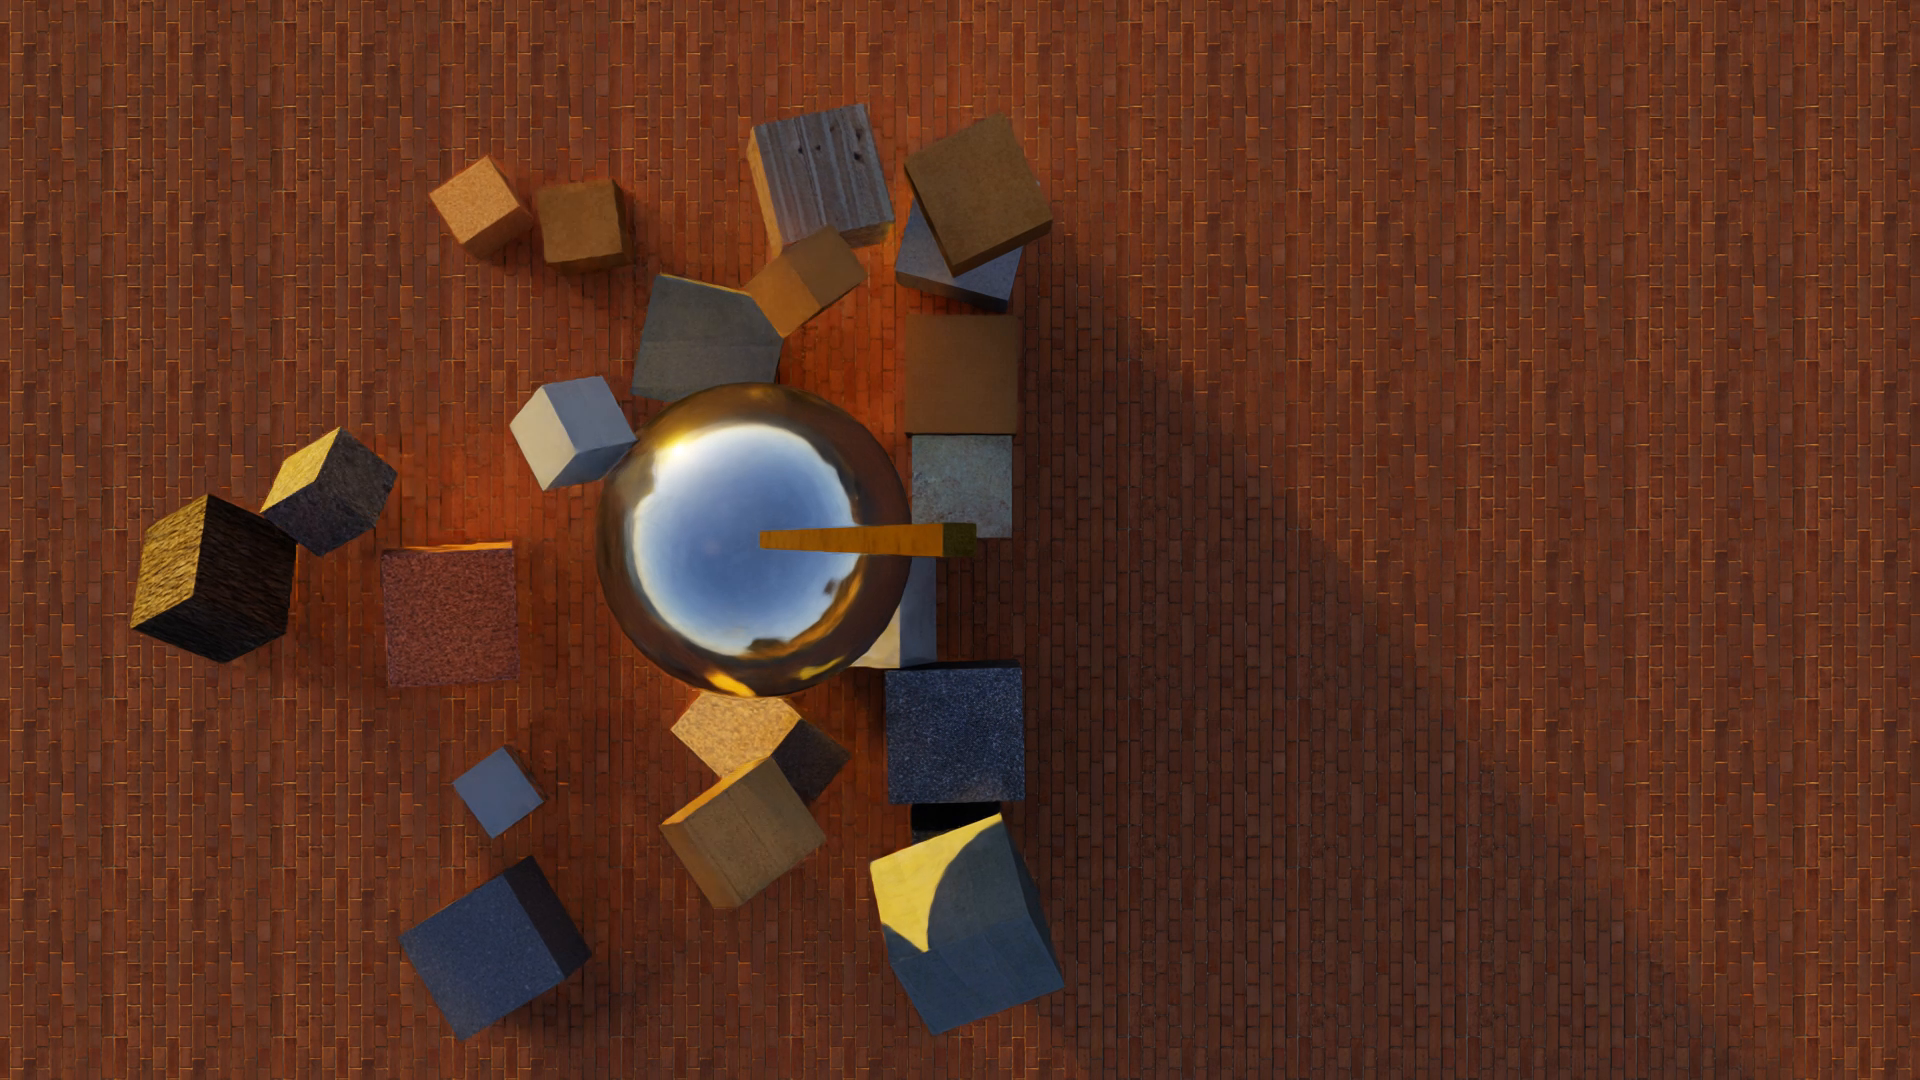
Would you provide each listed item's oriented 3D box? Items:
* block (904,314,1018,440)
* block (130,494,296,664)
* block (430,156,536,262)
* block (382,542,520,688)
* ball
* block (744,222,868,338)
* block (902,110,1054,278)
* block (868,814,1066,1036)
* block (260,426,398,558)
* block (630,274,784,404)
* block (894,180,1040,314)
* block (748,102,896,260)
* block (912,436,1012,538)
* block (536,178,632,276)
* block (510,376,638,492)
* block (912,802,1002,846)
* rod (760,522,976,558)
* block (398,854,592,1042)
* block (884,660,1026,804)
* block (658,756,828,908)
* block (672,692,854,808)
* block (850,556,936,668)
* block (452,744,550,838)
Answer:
[{"bbox_3d":[0.008,-0.931,12.668,0.631,0.664,0.664,0,90,0],"label":"block"},{"bbox_3d":[-4.223,0.228,12.478,0.575,0.608,0.649,-23,55,31],"label":"block"},{"bbox_3d":[-2.770,-1.924,12.792,0.401,0.355,0.365,-34,79,0],"label":"block"},{"bbox_3d":[-2.904,0.418,12.578,0.717,0.646,0.744,-3,94,-12],"label":"block"},{"bbox_3d":[-1.034,0.000,11.070,1.600,1.600,1.600,0,90,0],"label":"ball"},{"bbox_3d":[-0.802,-1.355,11.500,0.342,0.394,0.404,54,49,-5],"label":"block"},{"bbox_3d":[0.096,-1.877,12.018,0.594,0.567,0.635,-25,90,0],"label":"block"},{"bbox_3d":[0.036,2.084,11.929,0.772,0.718,0.688,-21,131,4],"label":"block"},{"bbox_3d":[-3.576,-0.269,12.478,0.511,0.425,0.433,-24,128,33],"label":"block"},{"bbox_3d":[-1.409,-1.103,12.571,0.762,0.724,0.678,13,96,-5],"label":"block"},{"bbox_3d":[0.041,-1.757,12.651,0.660,0.698,0.689,15,90,0],"label":"block"},{"bbox_3d":[-0.766,-1.936,12.018,0.622,0.575,0.656,-14,88,-9],"label":"block"},{"bbox_3d":[0.010,-0.304,12.731,0.568,0.538,0.578,0,90,0],"label":"block"},{"bbox_3d":[-2.181,-1.821,12.793,0.441,0.395,0.439,-8,87,0],"label":"block"},{"bbox_3d":[-1.869,-0.517,10.625,0.354,0.369,0.382,-42,72,40],"label":"block"},{"bbox_3d":[-0.011,1.793,12.653,0.514,0.588,0.501,-3,104,-1],"label":"block"},{"bbox_3d":[-0.448,0.000,7.721,0.080,5.200,0.080,0,90,-10],"label":"rod"},{"bbox_3d":[-2.667,2.340,12.665,0.714,0.603,0.692,-31,90,5],"label":"block"},{"bbox_3d":[-0.027,1.084,12.578,0.756,0.843,0.738,-2,90,0],"label":"block"},{"bbox_3d":[-1.124,1.510,11.347,0.575,0.518,0.519,-35,94,-22],"label":"block"},{"bbox_3d":[-1.112,1.140,12.402,0.635,0.631,0.540,37,86,35],"label":"block"},{"bbox_3d":[-0.564,0.368,12.595,0.692,0.621,0.687,-1,90,19],"label":"block"},{"bbox_3d":[-2.668,1.461,12.793,0.357,0.328,0.401,-36,89,-5],"label":"block"}]
